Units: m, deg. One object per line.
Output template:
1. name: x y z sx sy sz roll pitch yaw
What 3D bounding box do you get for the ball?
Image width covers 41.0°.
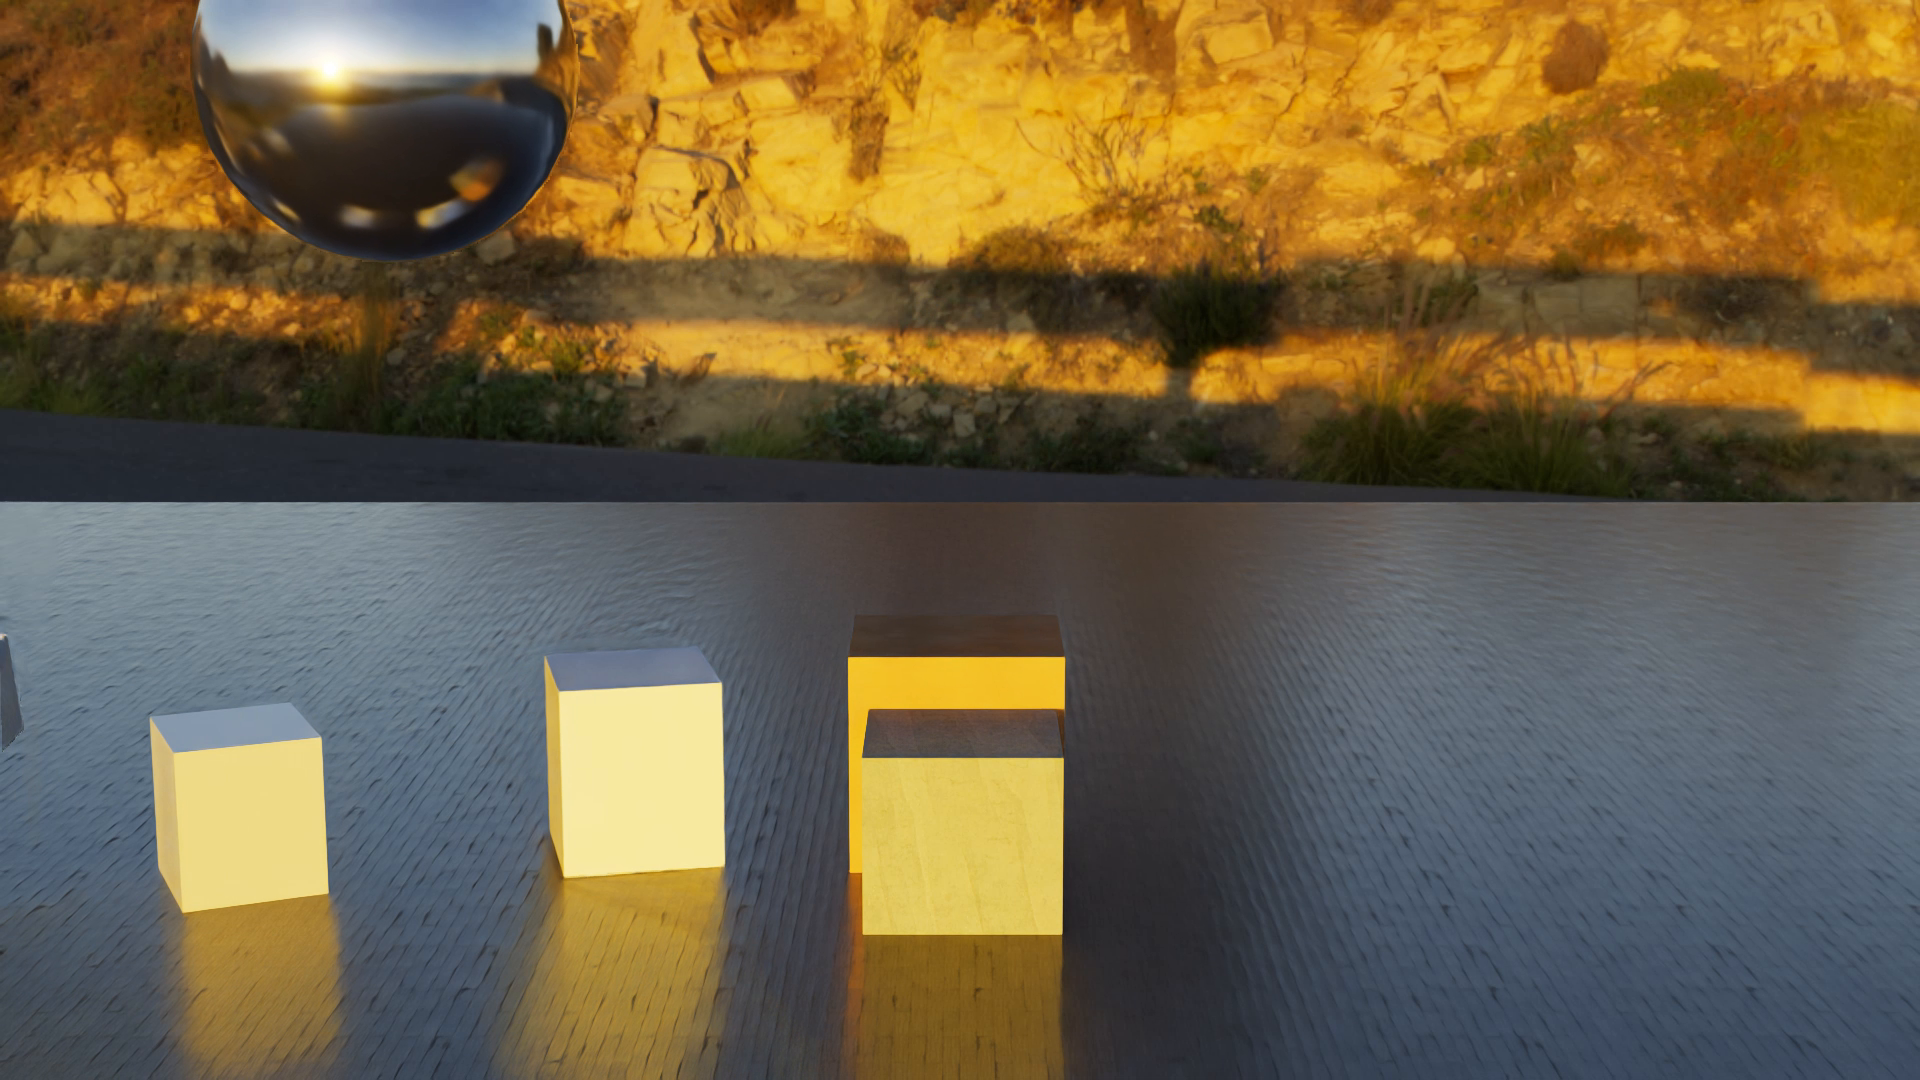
1. ball: -2.418 -1.979 10.821 1.600 1.600 1.600 0 10 0

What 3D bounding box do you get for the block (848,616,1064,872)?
1. block: -0.016 0.918 11.775 0.950 0.981 0.893 0 10 0

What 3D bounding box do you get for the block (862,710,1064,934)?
1. block: 0.010 1.187 10.937 0.824 0.752 0.819 0 10 0

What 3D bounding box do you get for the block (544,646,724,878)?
1. block: -1.492 0.998 11.711 0.716 0.845 0.753 -3 11 -14

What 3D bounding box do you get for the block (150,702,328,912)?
1. block: -3.164 1.158 11.247 0.614 0.698 0.686 -5 11 -25

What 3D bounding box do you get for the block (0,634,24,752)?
1. block: -5.178 0.845 13.058 0.493 0.538 0.606 1 23 5
